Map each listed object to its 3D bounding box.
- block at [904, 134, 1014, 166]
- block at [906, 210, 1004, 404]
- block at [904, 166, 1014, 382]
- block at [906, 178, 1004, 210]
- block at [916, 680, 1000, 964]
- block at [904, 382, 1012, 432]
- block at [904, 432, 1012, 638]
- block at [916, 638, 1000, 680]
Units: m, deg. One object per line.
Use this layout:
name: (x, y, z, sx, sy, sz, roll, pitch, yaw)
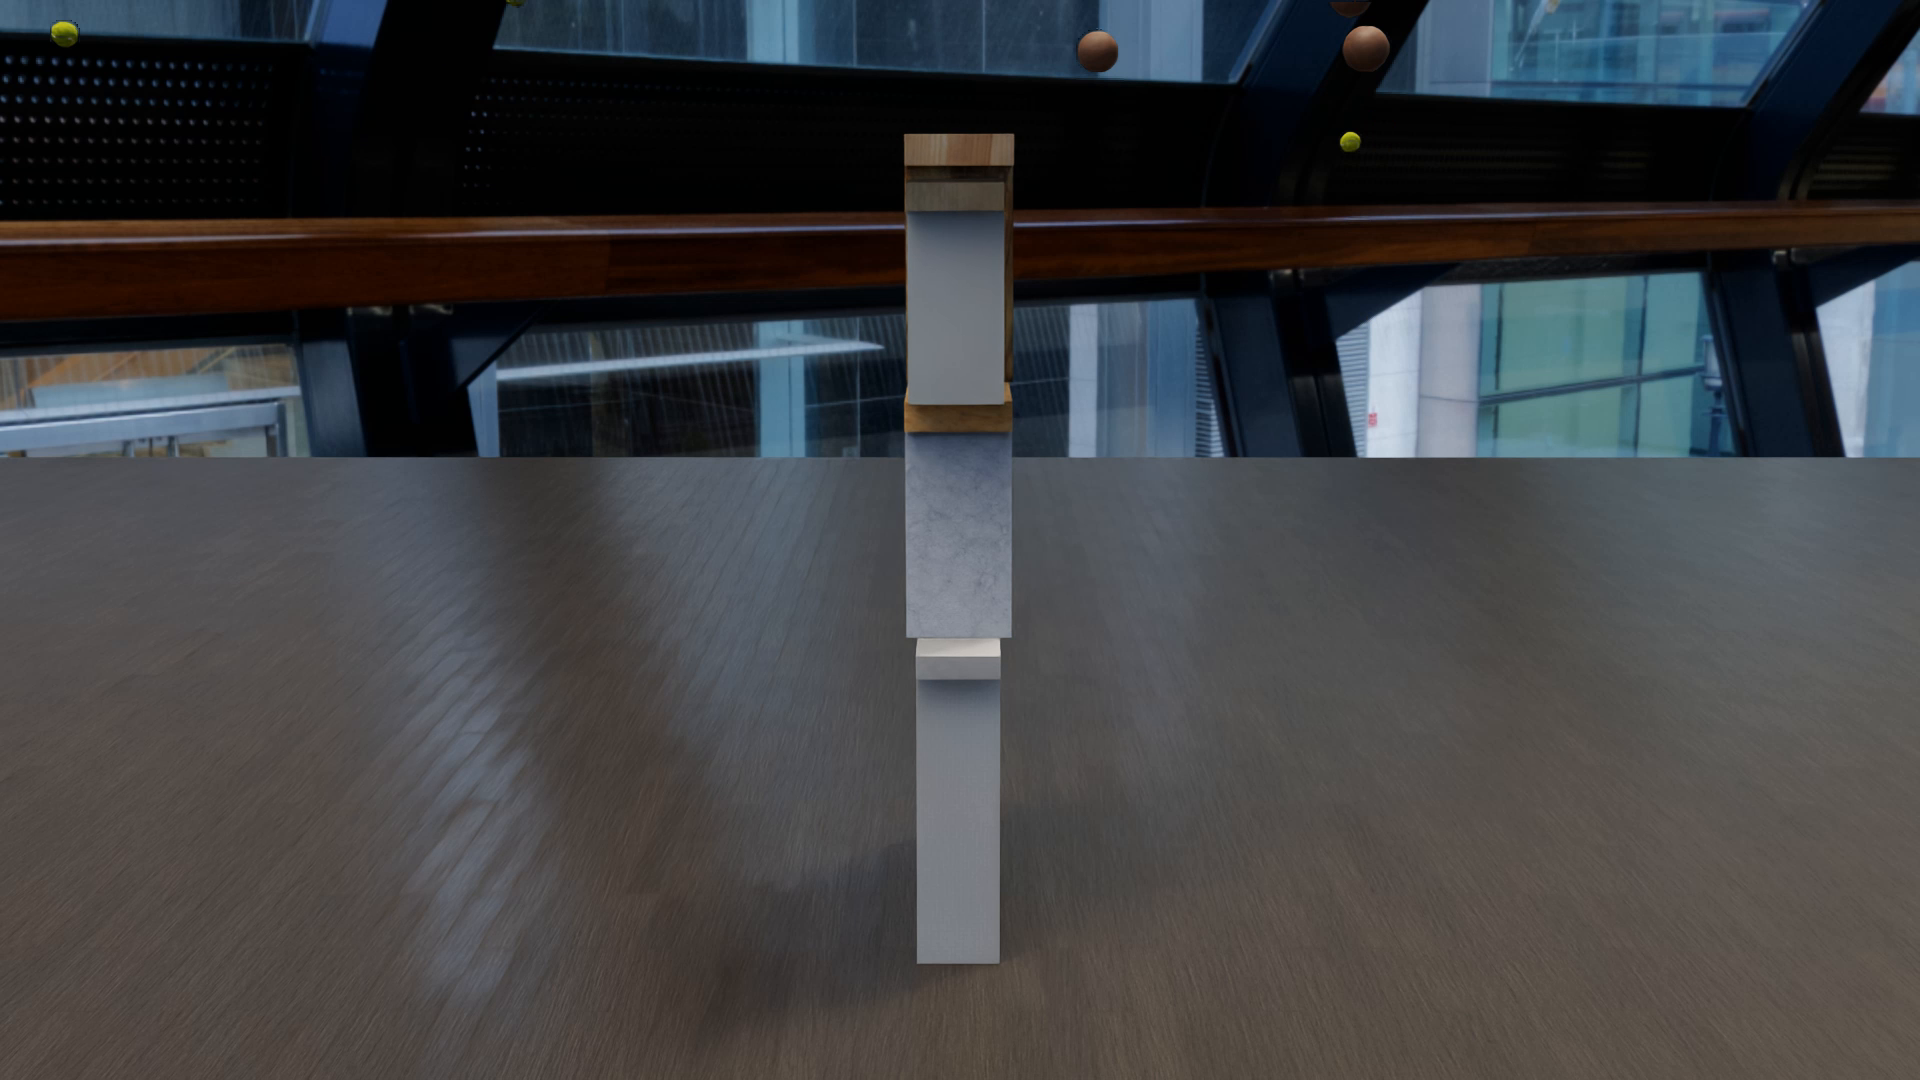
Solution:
block: (-0.003, -0.638, 3.590, 0.171, 0.048, 0.342, 0, 11, 0)
block: (-0.006, -0.342, 3.224, 0.141, 0.283, 0.040, 0, 11, 0)
block: (-0.001, -0.425, 3.513, 0.171, 0.342, 0.048, 0, 10, 0)
block: (-0.006, -0.518, 3.288, 0.141, 0.040, 0.283, 0, 11, 1)
block: (-0.002, 0.422, 3.336, 0.126, 0.452, 0.036, 0, 10, 0)
block: (-0.003, -0.213, 3.431, 0.161, 0.046, 0.322, 0, 11, 0)
block: (-0.002, -0.013, 3.359, 0.161, 0.322, 0.046, 0, 10, 0)
block: (-0.002, 0.166, 3.375, 0.126, 0.036, 0.252, 0, 10, 0)
